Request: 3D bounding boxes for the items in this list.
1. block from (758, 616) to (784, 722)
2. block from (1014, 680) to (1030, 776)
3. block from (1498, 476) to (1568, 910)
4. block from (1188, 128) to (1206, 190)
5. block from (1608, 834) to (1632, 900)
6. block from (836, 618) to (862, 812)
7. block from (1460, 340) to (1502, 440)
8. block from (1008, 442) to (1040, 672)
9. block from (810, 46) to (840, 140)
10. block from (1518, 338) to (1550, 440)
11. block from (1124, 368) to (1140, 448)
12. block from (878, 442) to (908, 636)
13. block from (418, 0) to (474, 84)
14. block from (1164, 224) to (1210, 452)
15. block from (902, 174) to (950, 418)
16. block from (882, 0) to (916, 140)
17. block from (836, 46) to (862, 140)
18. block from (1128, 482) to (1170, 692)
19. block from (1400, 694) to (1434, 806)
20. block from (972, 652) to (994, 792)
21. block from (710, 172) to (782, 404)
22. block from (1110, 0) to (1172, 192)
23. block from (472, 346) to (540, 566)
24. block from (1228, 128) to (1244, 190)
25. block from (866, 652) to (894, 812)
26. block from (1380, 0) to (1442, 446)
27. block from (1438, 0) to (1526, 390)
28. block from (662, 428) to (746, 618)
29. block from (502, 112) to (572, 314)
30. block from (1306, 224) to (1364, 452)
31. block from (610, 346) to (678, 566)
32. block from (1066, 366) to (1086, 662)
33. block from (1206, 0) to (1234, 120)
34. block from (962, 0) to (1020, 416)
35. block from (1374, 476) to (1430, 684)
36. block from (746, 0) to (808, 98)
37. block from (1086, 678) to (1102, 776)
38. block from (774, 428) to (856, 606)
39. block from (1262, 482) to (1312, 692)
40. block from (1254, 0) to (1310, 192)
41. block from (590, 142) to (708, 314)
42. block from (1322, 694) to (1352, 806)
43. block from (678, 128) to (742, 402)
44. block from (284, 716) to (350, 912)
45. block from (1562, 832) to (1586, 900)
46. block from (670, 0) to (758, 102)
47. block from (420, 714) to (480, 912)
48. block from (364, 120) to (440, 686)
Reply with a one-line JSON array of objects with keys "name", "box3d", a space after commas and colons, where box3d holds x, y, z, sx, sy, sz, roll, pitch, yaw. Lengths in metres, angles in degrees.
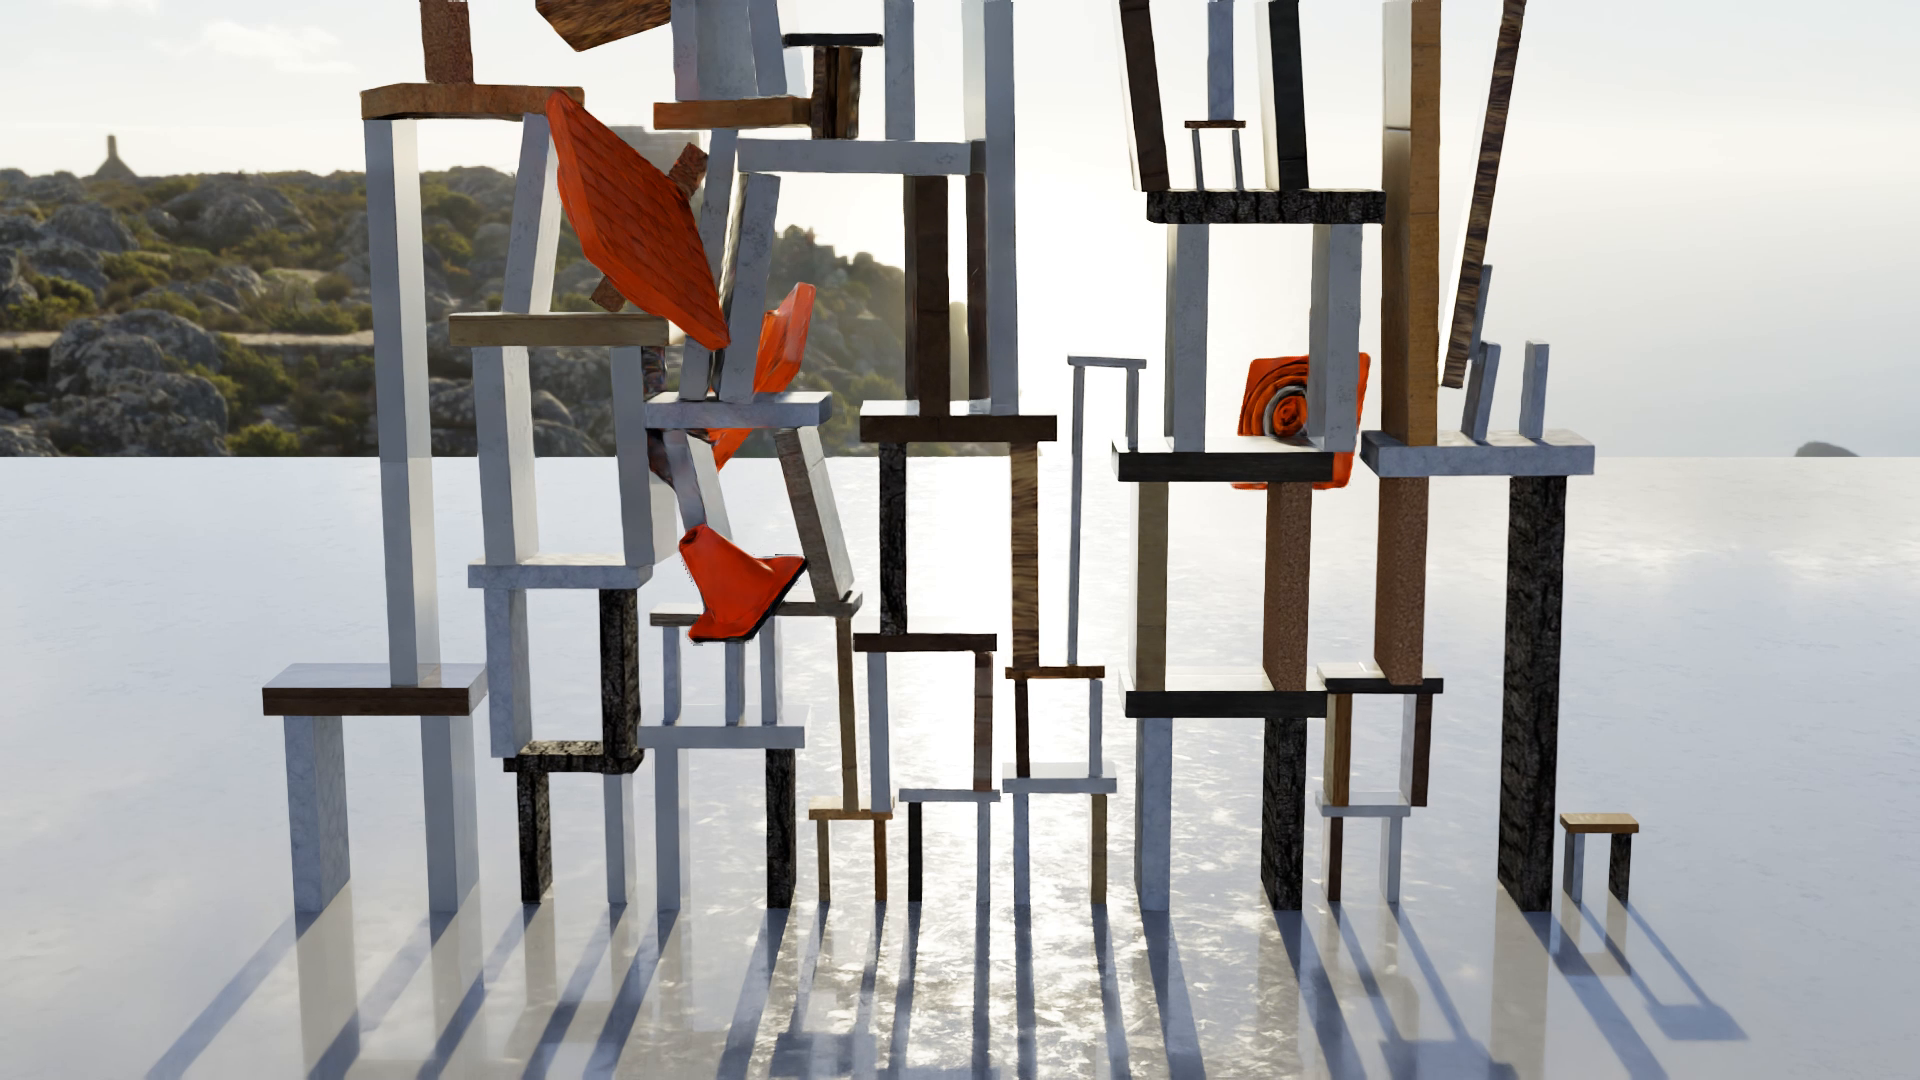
[{"name": "block", "box3d": [-0.308, 0.199, 3.595, 0.025, 0.177, 0.089, 0, 12, 3]}, {"name": "block", "box3d": [0.102, 0.298, 3.613, 0.023, 0.163, 0.081, -1, 11, 1]}, {"name": "block", "box3d": [0.935, 0.235, 3.603, 0.048, 0.721, 0.168, -1, 10, 0]}, {"name": "block", "box3d": [0.371, -0.597, 3.449, 0.013, 0.094, 0.047, -6, 10, 1]}, {"name": "block", "box3d": [1.097, 0.534, 3.656, 0.016, 0.115, 0.058, 0, 11, 0]}, {"name": "block", "box3d": [-0.182, 0.274, 3.595, 0.025, 0.326, 0.089, -2, 13, 0]}, {"name": "block", "box3d": [0.827, -0.239, 3.494, 0.022, 0.152, 0.076, 6, 11, -3]}, {"name": "block", "box3d": [0.103, 0.013, 3.561, 0.044, 0.370, 0.155, -1, 11, 0]}, {"name": "block", "box3d": [-0.202, -0.686, 3.375, 0.020, 0.139, 0.069, 7, 13, 22]}, {"name": "block", "box3d": [0.913, -0.241, 3.496, 0.022, 0.152, 0.076, 2, 11, 2]}, {"name": "block", "box3d": [0.275, -0.214, 3.516, 0.018, 0.124, 0.062, 0, 11, 0]}, {"name": "block", "box3d": [-0.107, -0.016, 3.552, 0.044, 0.310, 0.155, 0, 11, -1]}, {"name": "block", "box3d": [-0.808, -0.838, 3.440, 0.036, 0.256, 0.128, -7, 9, -31]}, {"name": "block", "box3d": [0.360, -0.328, 3.503, 0.050, 0.354, 0.177, 0, 11, 0]}, {"name": "block", "box3d": [-0.053, -0.390, 3.463, 0.050, 0.369, 0.177, -2, 12, -8]}, {"name": "block", "box3d": [-0.096, -0.930, 3.359, 0.046, 0.624, 0.163, -1, 12, -3]}, {"name": "block", "box3d": [-0.171, -0.688, 3.388, 0.020, 0.139, 0.069, 6, 12, 10]}, {"name": "block", "box3d": [0.305, 0.060, 3.571, 0.048, 0.338, 0.169, 0, 11, 0]}, {"name": "block", "box3d": [0.750, 0.333, 3.618, 0.027, 0.191, 0.095, 0, 12, 0]}, {"name": "block", "box3d": [0.038, 0.284, 3.617, 0.033, 0.234, 0.117, 1, 11, 0]}, {"name": "block", "box3d": [-0.338, -0.403, 3.463, 0.050, 0.354, 0.177, 7, 10, -12]}, {"name": "block", "box3d": [0.280, -0.710, 3.428, 0.046, 0.325, 0.162, -8, 11, 1]}, {"name": "block", "box3d": [-0.738, -0.143, 3.578, 0.049, 0.348, 0.174, -2, 7, 2]}, {"name": "block", "box3d": [0.433, -0.597, 3.449, 0.013, 0.094, 0.047, -6, 10, 2]}, {"name": "block", "box3d": [-0.131, 0.301, 3.614, 0.033, 0.268, 0.117, -1, 11, 0]}, {"name": "block", "box3d": [0.702, -0.514, 3.433, 0.046, 0.718, 0.163, -3, 12, -4]}, {"name": "block", "box3d": [0.819, -0.643, 3.389, 0.033, 0.824, 0.117, 9, 5, 6]}, {"name": "block", "box3d": [-0.412, -0.039, 3.552, 0.040, 0.305, 0.140, -11, 9, 8]}, {"name": "block", "box3d": [-0.680, -0.522, 3.538, 0.044, 0.311, 0.156, 8, 7, 0]}, {"name": "block", "box3d": [0.595, -0.328, 3.502, 0.050, 0.354, 0.177, 0, 11, 0]}, {"name": "block", "box3d": [-0.511, -0.142, 3.571, 0.049, 0.348, 0.174, -2, 7, 5]}, {"name": "block", "box3d": [0.186, -0.043, 3.548, 0.018, 0.480, 0.062, 1, 11, 0]}, {"name": "block", "box3d": [0.400, -0.916, 3.386, 0.037, 0.528, 0.131, -1, 11, 5]}, {"name": "block", "box3d": [0.047, -0.538, 3.438, 0.046, 0.670, 0.162, -4, 12, -11]}, {"name": "block", "box3d": [0.712, 0.049, 3.552, 0.048, 0.337, 0.168, 0, 12, 0]}, {"name": "block", "box3d": [-0.294, -0.853, 3.409, 0.047, 0.329, 0.165, -5, 8, 7]}, {"name": "block", "box3d": [0.221, 0.297, 3.614, 0.023, 0.163, 0.081, 0, 12, 1]}, {"name": "block", "box3d": [-0.232, -0.048, 3.527, 0.040, 0.280, 0.140, -12, 10, 9]}, {"name": "block", "box3d": [0.530, 0.060, 3.571, 0.048, 0.338, 0.169, 0, 11, 0]}, {"name": "block", "box3d": [0.499, -0.713, 3.423, 0.046, 0.327, 0.163, -5, 11, 1]}, {"name": "block", "box3d": [-0.496, -0.502, 3.551, 0.042, 0.294, 0.147, 32, 3, -7]}, {"name": "block", "box3d": [0.621, 0.332, 3.618, 0.027, 0.191, 0.095, 0, 12, 0]}, {"name": "block", "box3d": [-0.395, -0.438, 3.482, 0.042, 0.421, 0.147, 8, 9, -5]}, {"name": "block", "box3d": [-1.061, 0.429, 3.636, 0.047, 0.329, 0.165, 0, 11, 0]}, {"name": "block", "box3d": [1.020, 0.534, 3.656, 0.016, 0.115, 0.058, 0, 11, 0]}, {"name": "block", "box3d": [-0.392, -0.864, 3.495, 0.047, 0.329, 0.165, 3, 10, 30]}, {"name": "block", "box3d": [-0.842, 0.429, 3.636, 0.047, 0.329, 0.165, 0, 11, 0]}, {"name": "block", "box3d": [-0.891, -0.219, 3.523, 0.044, 0.892, 0.156, 0, 11, 0]}]
